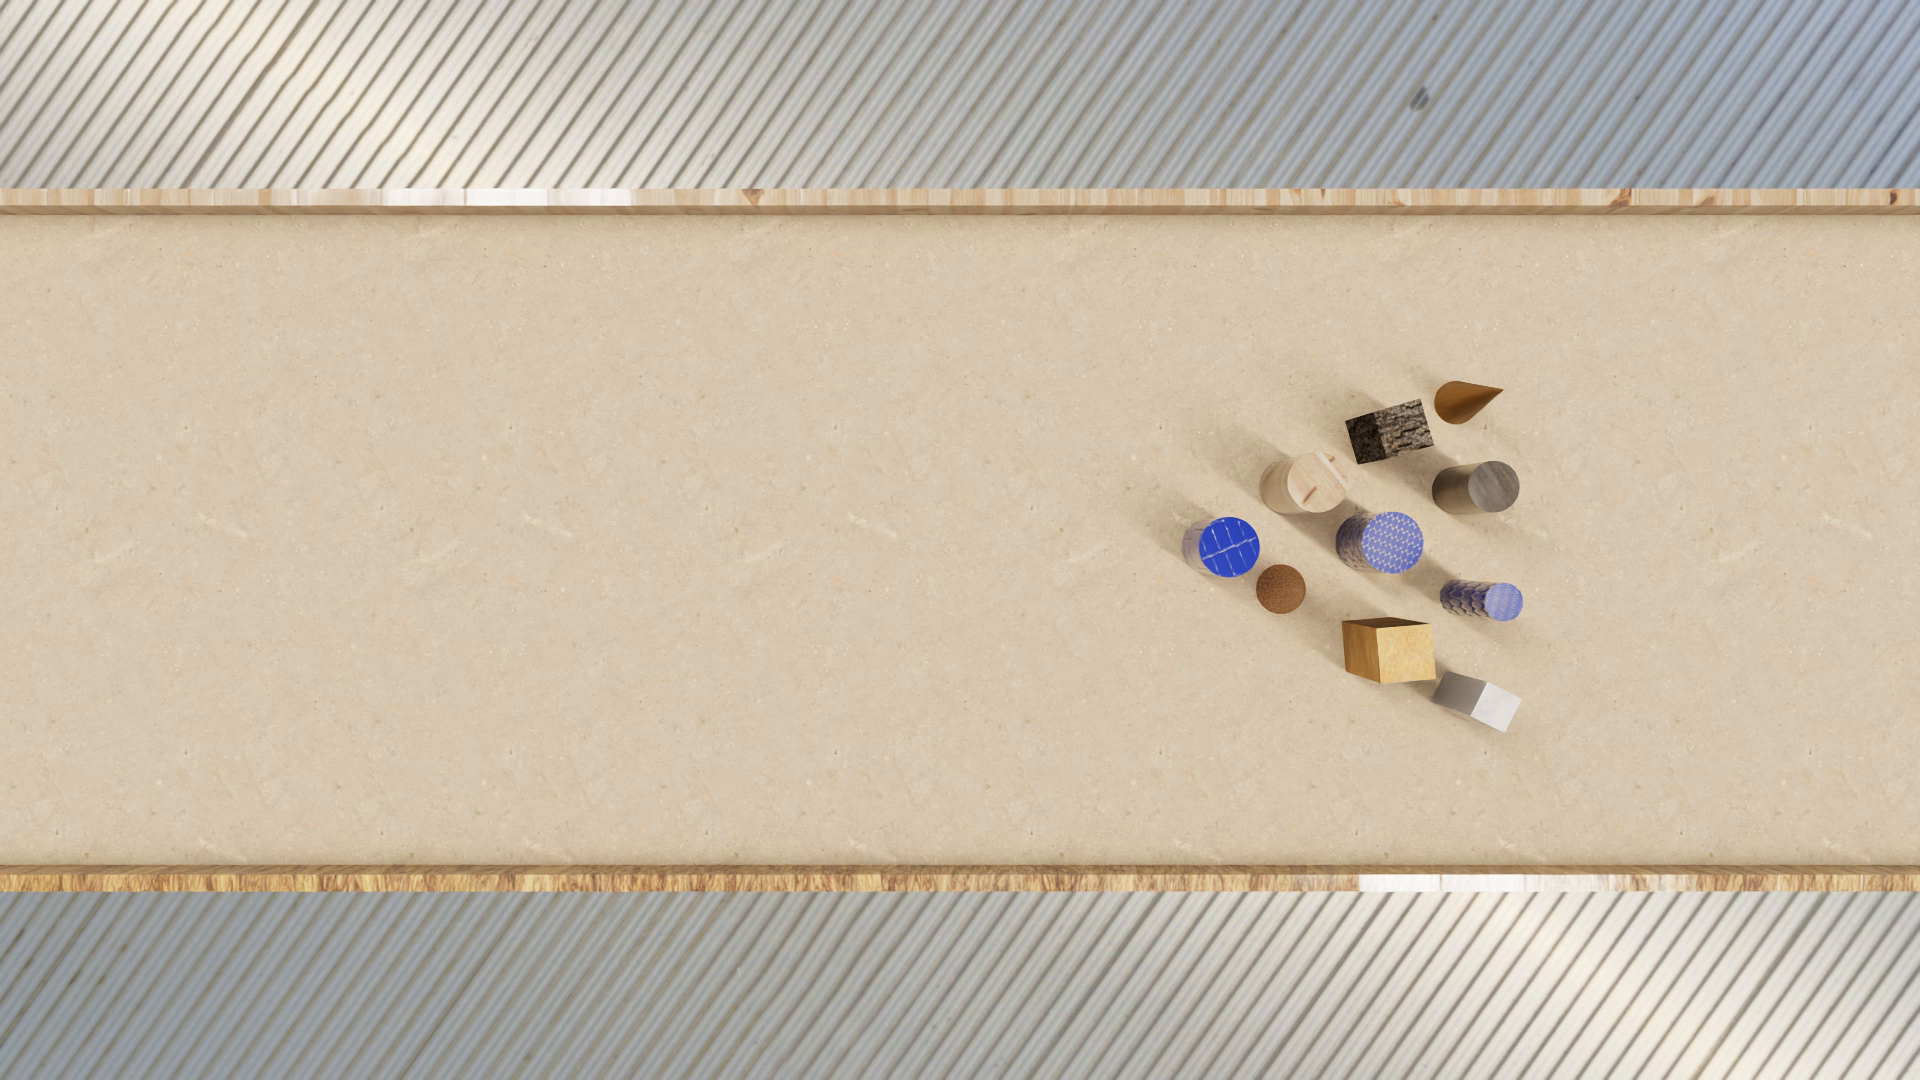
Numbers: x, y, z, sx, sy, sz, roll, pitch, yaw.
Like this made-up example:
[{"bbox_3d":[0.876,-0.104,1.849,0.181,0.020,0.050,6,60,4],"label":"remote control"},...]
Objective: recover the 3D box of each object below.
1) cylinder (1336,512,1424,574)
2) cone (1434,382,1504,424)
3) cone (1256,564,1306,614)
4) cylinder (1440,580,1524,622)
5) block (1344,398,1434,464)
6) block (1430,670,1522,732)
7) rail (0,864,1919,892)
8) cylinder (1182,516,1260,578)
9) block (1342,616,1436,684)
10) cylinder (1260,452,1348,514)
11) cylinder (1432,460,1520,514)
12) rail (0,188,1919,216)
[{"bbox_3d":[1.244,0.008,4.910,0.179,0.333,0.179,0,90,0],"label":"cylinder"},{"bbox_3d":[1.526,-0.423,4.850,0.134,0.454,0.134,0,90,0],"label":"cone"},{"bbox_3d":[0.988,0.151,4.919,0.153,0.315,0.153,0,90,0],"label":"cone"},{"bbox_3d":[1.531,0.175,4.858,0.108,0.436,0.108,0,90,0],"label":"cylinder"},{"bbox_3d":[1.272,-0.319,4.901,0.140,0.351,0.140,-16,90,0],"label":"block"},{"bbox_3d":[1.520,0.474,4.875,0.108,0.403,0.108,27,90,0],"label":"block"},{"bbox_3d":[-2.247,1.025,5.001,12.000,0.150,0.050,0,90,0],"label":"rail"},{"bbox_3d":[0.769,0.020,4.892,0.174,0.369,0.174,0,90,0],"label":"cylinder"},{"bbox_3d":[1.258,0.321,4.864,0.156,0.424,0.156,-5,90,0],"label":"block"},{"bbox_3d":[1.006,-0.163,4.857,0.171,0.439,0.171,0,90,0],"label":"cylinder"},{"bbox_3d":[1.526,-0.153,4.896,0.148,0.362,0.148,0,90,0],"label":"cylinder"},{"bbox_3d":[-2.247,-1.025,5.002,12.000,0.150,0.050,0,90,0],"label":"rail"}]
